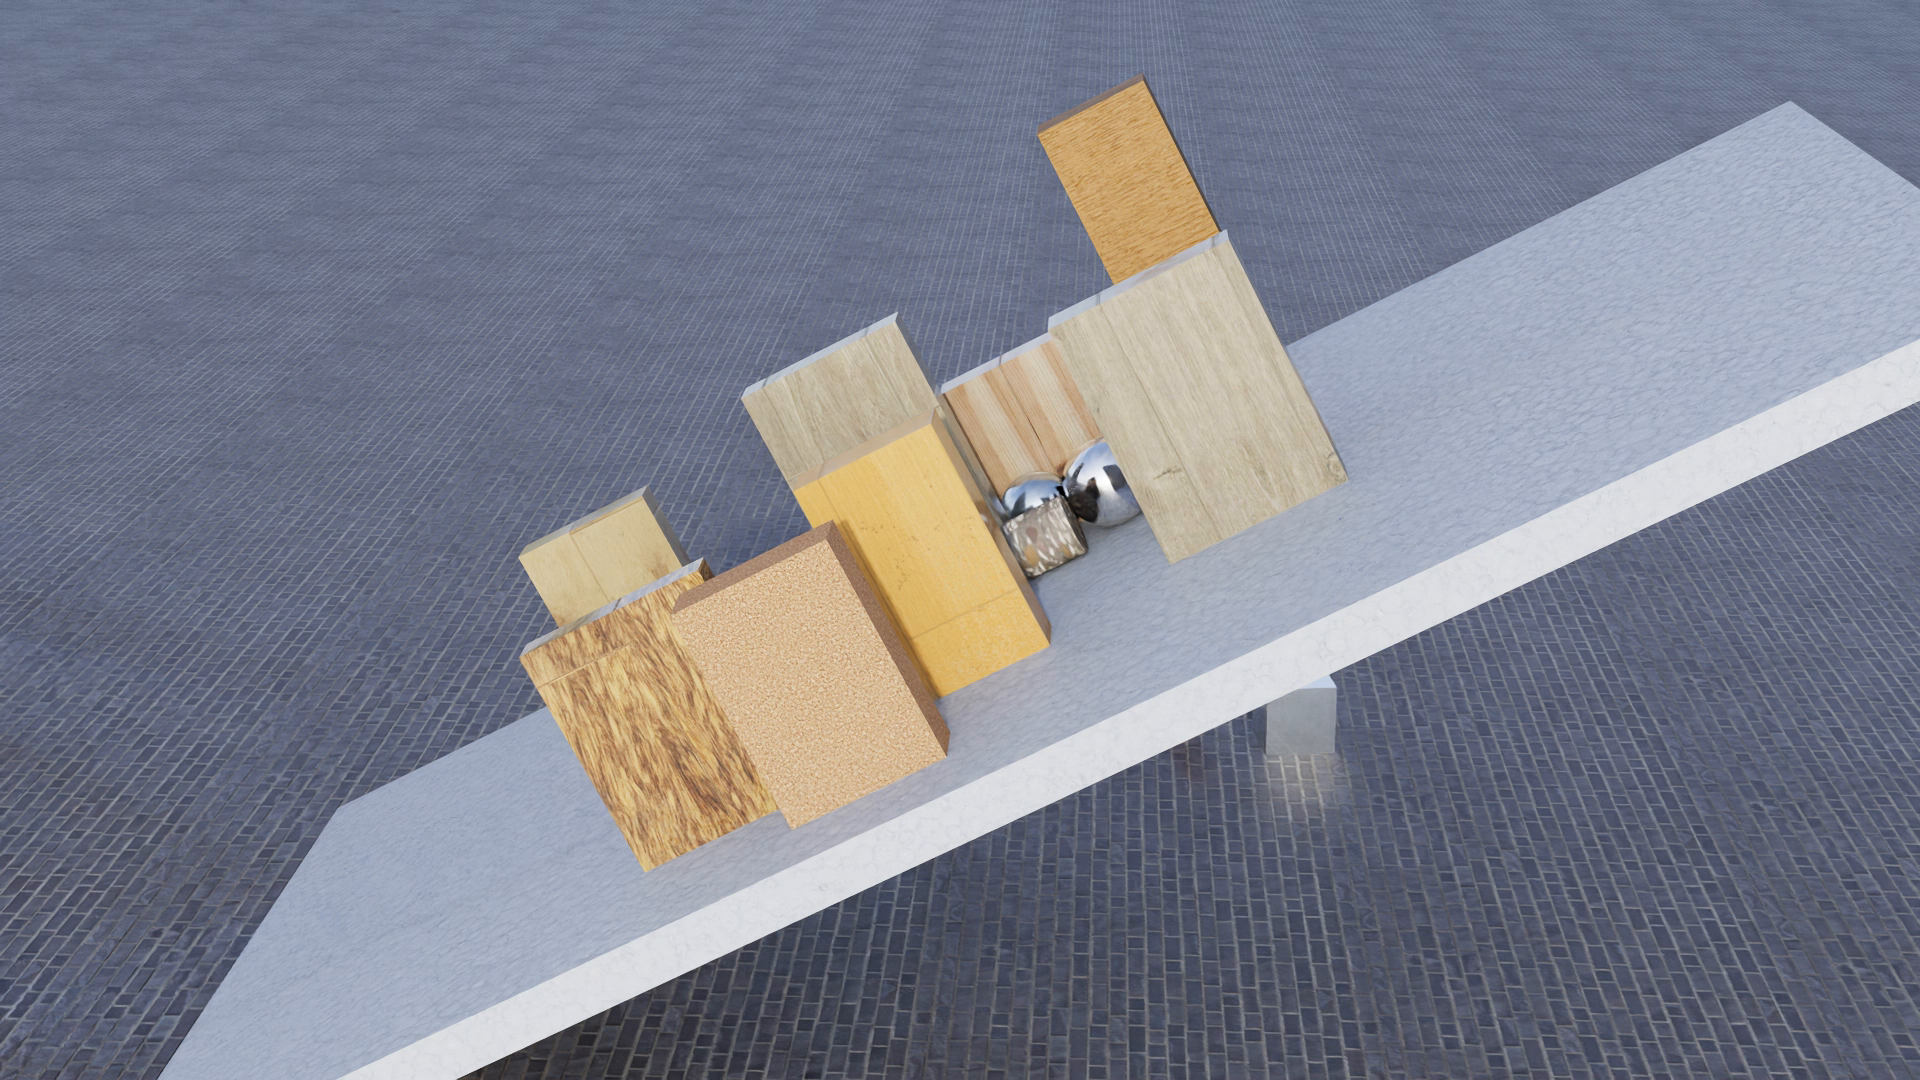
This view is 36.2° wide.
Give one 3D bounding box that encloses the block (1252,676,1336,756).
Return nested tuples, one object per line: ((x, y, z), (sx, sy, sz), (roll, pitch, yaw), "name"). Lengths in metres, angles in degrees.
((0.937, 0.476, 8.253), (0.194, 0.194, 0.194), (-2, 17, -5), "block")

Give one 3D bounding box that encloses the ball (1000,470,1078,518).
((0.175, -0.065, 6.473), (0.174, 0.174, 0.174), (0, 17, 0), "ball")

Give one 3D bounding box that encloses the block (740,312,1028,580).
((-0.153, -0.124, 6.355), (0.373, 0.634, 0.095), (-26, 14, 10), "block")

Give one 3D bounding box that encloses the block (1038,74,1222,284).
((0.477, -0.700, 6.957), (0.275, 0.750, 0.133), (-26, 14, 10), "block")

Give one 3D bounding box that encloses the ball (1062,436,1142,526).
((0.319, -0.127, 6.374), (0.195, 0.195, 0.195), (0, 17, 0), "ball")

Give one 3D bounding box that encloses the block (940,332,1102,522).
((0.189, -0.230, 6.563), (0.312, 0.401, 0.095), (-26, 14, 10), "block")

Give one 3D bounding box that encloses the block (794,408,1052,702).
((-0.071, 0.039, 5.866), (0.306, 0.511, 0.124), (-26, 14, 10), "block")

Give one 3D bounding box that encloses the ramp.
((0.140, 0.167, 6.281), (4.000, 0.100, 2.000), (-26, 14, 10), "ramp")

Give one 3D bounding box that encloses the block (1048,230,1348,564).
((0.477, -0.283, 5.889), (0.396, 0.545, 0.112), (-26, 14, 10), "block")

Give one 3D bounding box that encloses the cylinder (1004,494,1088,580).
((0.185, -0.006, 6.321), (0.137, 0.137, 0.137), (-26, 14, 10), "cylinder")

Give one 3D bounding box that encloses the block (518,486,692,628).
((-0.768, 0.156, 6.894), (0.331, 0.468, 0.091), (-26, 14, 10), "block")

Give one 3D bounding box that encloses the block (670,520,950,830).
((-0.279, 0.256, 5.560), (0.332, 0.479, 0.130), (-26, 14, 10), "block")

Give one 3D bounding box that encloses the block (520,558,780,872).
((-0.558, 0.344, 5.741), (0.398, 0.500, 0.083), (-26, 14, 10), "block")
